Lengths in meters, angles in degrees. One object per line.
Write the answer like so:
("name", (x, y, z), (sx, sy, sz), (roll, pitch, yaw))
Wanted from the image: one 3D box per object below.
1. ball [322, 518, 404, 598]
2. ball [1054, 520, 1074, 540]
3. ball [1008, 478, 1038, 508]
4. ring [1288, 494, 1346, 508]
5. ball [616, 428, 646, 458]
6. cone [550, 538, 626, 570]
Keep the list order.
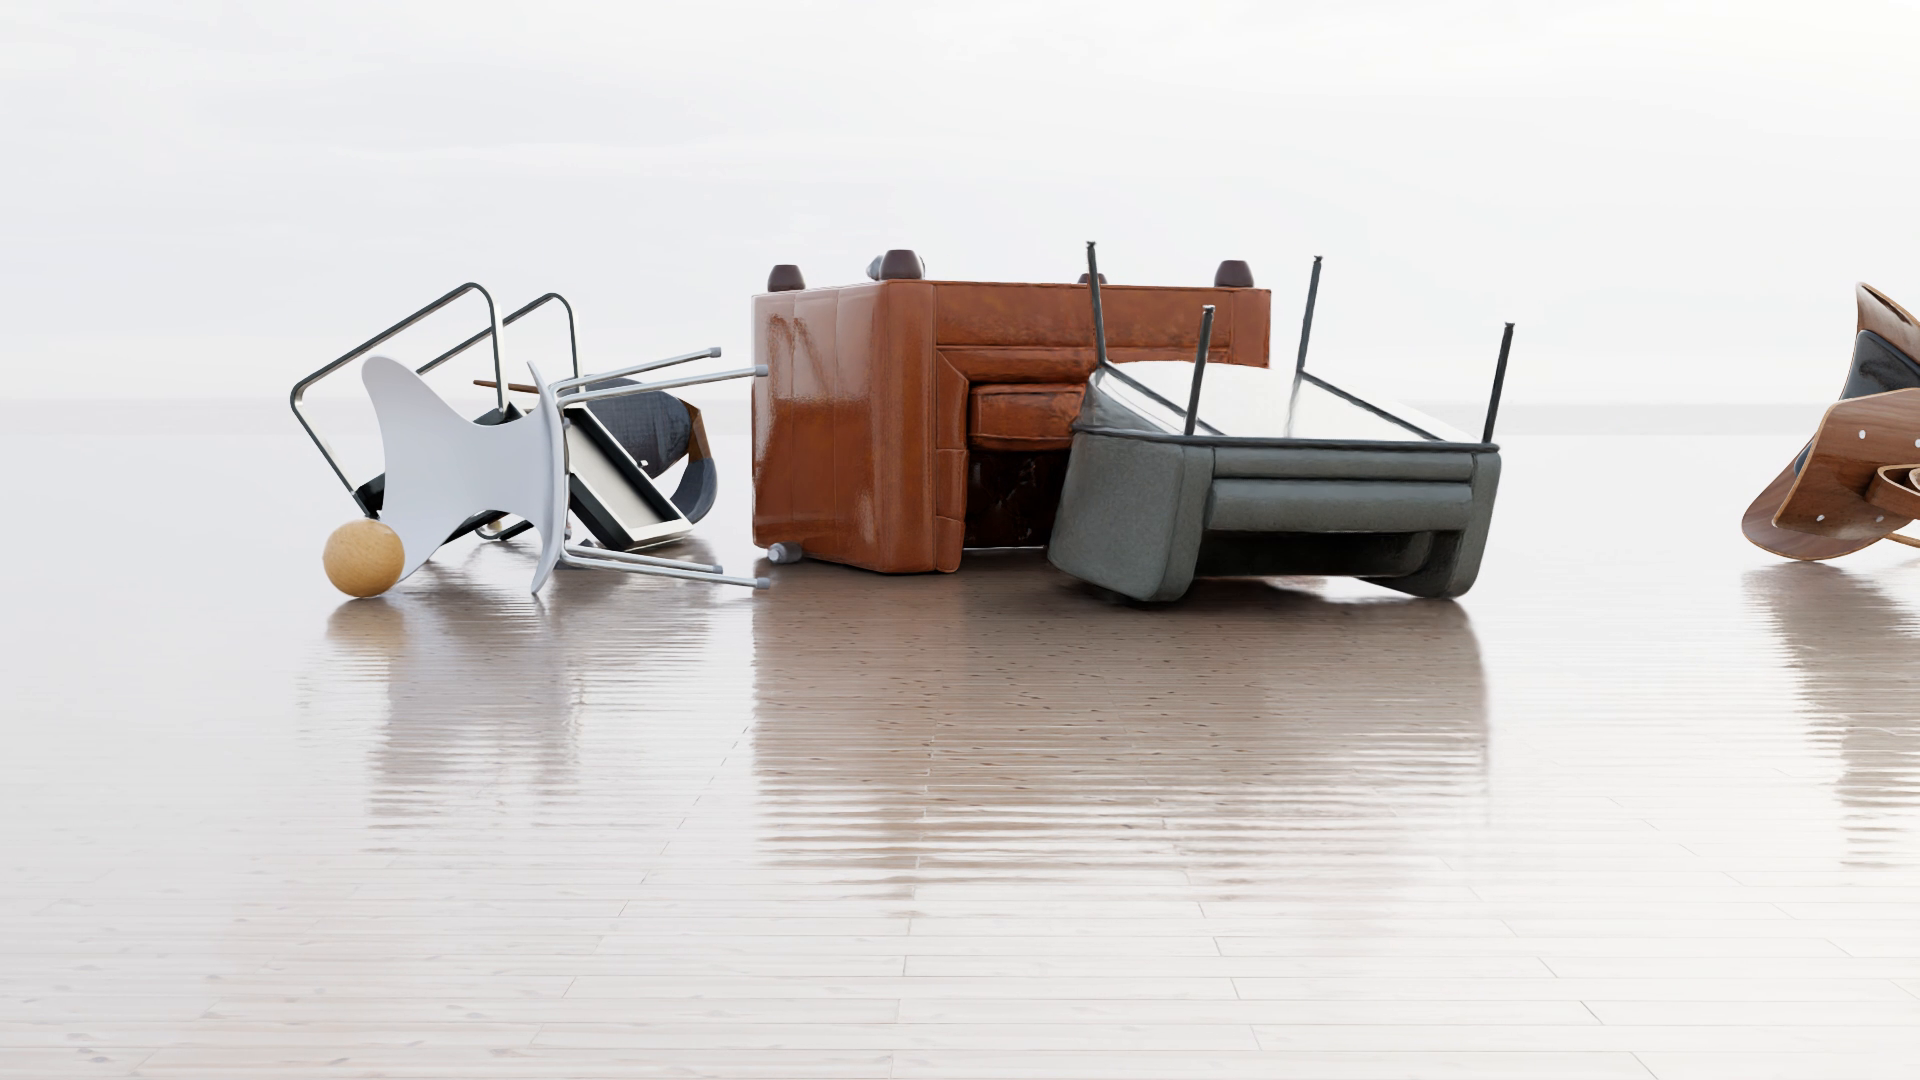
("ball", (-1.286, 0.038, 4.741), (0.172, 0.172, 0.172), (0, 4, 0))
("ball", (0.311, -0.031, 6.560), (0.060, 0.060, 0.060), (0, 4, 0))
("ball", (0.237, -0.177, 8.285), (0.115, 0.115, 0.115), (0, 4, 0))
("ring", (1.366, -0.151, 8.399), (0.259, 0.048, 0.142), (-3, 6, -30))
("ball", (-2.113, -0.620, 14.144), (0.197, 0.197, 0.197), (0, 4, 0))
("cone", (-0.940, 0.032, 5.542), (0.190, 0.074, 0.194), (3, 5, 34))
